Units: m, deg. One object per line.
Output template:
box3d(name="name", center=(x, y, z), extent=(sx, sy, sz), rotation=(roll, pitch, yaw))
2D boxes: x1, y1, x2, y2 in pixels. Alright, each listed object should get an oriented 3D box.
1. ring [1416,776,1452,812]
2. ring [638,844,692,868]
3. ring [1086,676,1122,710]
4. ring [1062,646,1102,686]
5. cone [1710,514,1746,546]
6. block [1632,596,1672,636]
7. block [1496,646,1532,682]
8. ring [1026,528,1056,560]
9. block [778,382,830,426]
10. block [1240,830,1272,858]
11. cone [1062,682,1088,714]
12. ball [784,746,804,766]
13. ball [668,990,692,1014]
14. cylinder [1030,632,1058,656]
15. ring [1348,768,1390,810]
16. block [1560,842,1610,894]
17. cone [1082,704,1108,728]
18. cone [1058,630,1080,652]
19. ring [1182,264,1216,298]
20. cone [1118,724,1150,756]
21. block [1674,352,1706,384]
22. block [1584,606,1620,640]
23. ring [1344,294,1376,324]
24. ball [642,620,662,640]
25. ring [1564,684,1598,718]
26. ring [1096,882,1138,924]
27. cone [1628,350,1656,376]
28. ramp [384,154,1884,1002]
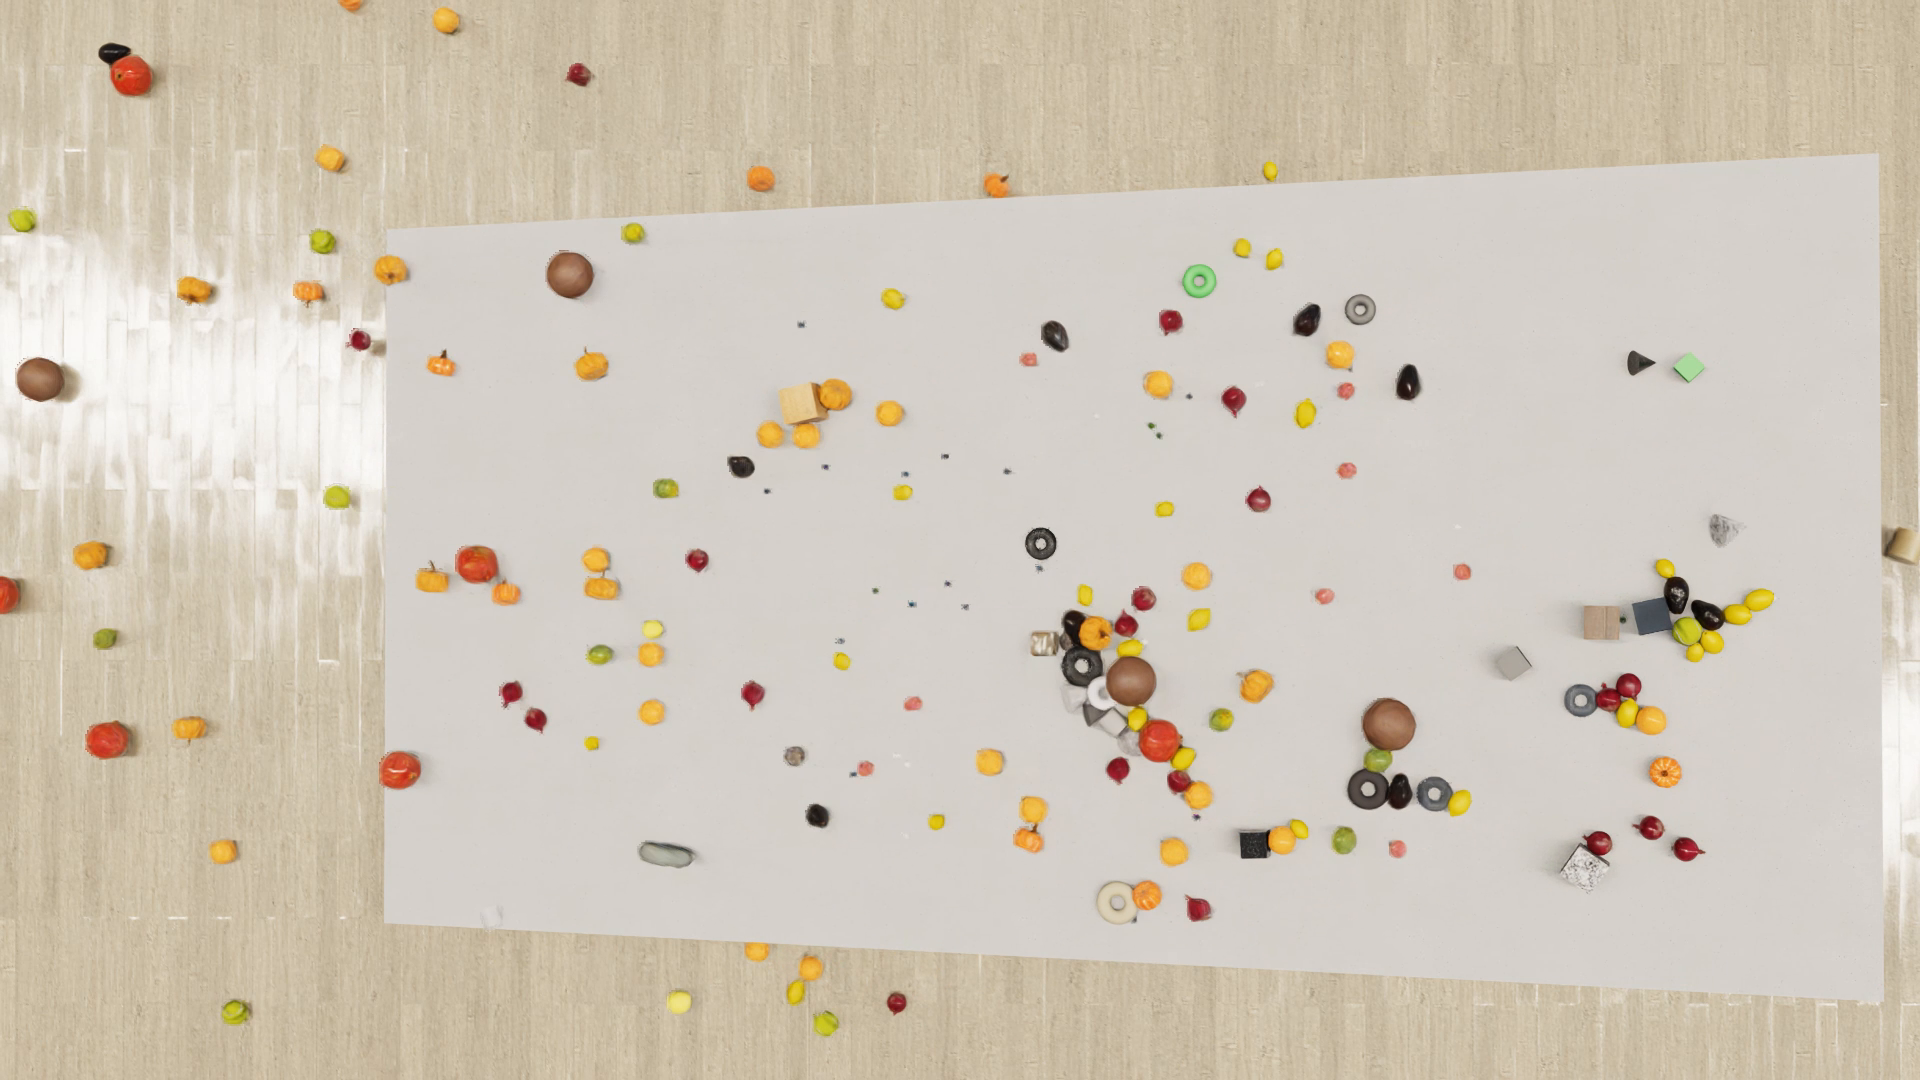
box3d(name="ring", center=(1.178, 0.631, 5.461), extent=(0.090, 0.030, 0.090), rotation=(0, 90, 17))
box3d(name="ring", center=(-0.803, 0.859, 5.994), extent=(0.147, 0.147, 0.049), rotation=(9, 87, 0))
box3d(name="ring", center=(0.373, 0.396, 5.700), extent=(0.089, 0.030, 0.089), rotation=(0, 84, -1))
box3d(name="ring", center=(0.317, 0.328, 5.723), extent=(0.109, 0.036, 0.109), rotation=(0, 90, 16))
box3d(name="cone", center=(1.850, -0.031, 5.265), extent=(0.077, 0.077, 0.077), rotation=(-10, 89, -10))
box3d(name="block", center=(1.666, 0.183, 5.295), extent=(0.078, 0.078, 0.078), rotation=(-14, 85, 16))
box3d(name="block", center=(1.359, 0.304, 5.395), extent=(0.062, 0.062, 0.062), rotation=(-37, 79, 13))
box3d(name="ring", center=(0.212, 0.010, 5.763), extent=(0.086, 0.029, 0.086), rotation=(0, 90, 17))
box3d(name="block", center=(-0.421, -0.365, 5.924), extent=(0.095, 0.095, 0.095), rotation=(-13, 86, 16))
box3d(name="block", center=(0.748, 0.770, 5.570), extent=(0.066, 0.066, 0.066), rotation=(-3, 88, 17))
box3d(name="cone", center=(0.318, 0.401, 5.720), extent=(0.084, 0.084, 0.084), rotation=(-15, 89, -11))
box3d(name="ball", center=(-0.446, 0.583, 5.940), extent=(0.054, 0.054, 0.054), rotation=(0, 89, 0))
box3d(name="ball", center=(-0.813, 1.342, 6.385), extent=(0.067, 0.067, 0.067), rotation=(0, 89, 0))
box3d(name="cylinder", center=(0.220, 0.272, 5.739), extent=(0.062, 0.062, 0.062), rotation=(2, 89, 17))
box3d(name="ring", center=(1.023, 0.624, 5.506), extent=(0.104, 0.035, 0.104), rotation=(0, 90, 16))
box3d(name="block", center=(1.514, 0.796, 5.329), extent=(0.083, 0.083, 0.083), rotation=(35, 99, 14))
box3d(name="cone", center=(0.358, 0.448, 5.712), extent=(0.064, 0.064, 0.064), rotation=(-13, 89, -10))
box3d(name="cone", center=(0.278, 0.264, 5.724), extent=(0.057, 0.057, 0.057), rotation=(0, 89, 17))
box3d(name="ring", center=(0.615, -0.666, 5.651), extent=(0.087, 0.029, 0.087), rotation=(0, 90, 17))
box3d(name="cone", center=(0.438, 0.518, 5.656), extent=(0.088, 0.088, 0.088), rotation=(0, 89, 17))
box3d(name="block", center=(1.755, -0.415, 5.291), extent=(0.051, 0.051, 0.051), rotation=(-45, 78, 12))
box3d(name="block", center=(1.555, 0.200, 5.327), extent=(0.081, 0.081, 0.081), rotation=(0, 89, 17))
box3d(name="ring", center=(1.008, -0.580, 5.532), extent=(0.078, 0.026, 0.078), rotation=(0, 90, 17))
box3d(name="ball", center=(-0.849, 0.247, 6.066), extent=(0.055, 0.055, 0.055), rotation=(0, 89, 0))
box3d(name="ring", center=(1.515, 0.392, 5.364), extent=(0.083, 0.028, 0.083), rotation=(0, 89, 16))
box3d(name="ring", center=(0.407, 0.939, 5.686), extent=(0.112, 0.037, 0.112), rotation=(-1, 88, 18))
box3d(name="cone", center=(1.661, -0.429, 5.332), extent=(0.061, 0.061, 0.061), rotation=(-2, 89, -10))
box3d(name="ramp", center=(0.272, 0.095, 5.810), extent=(4.000, 0.100, 2.000), rotation=(0, 89, 17))
